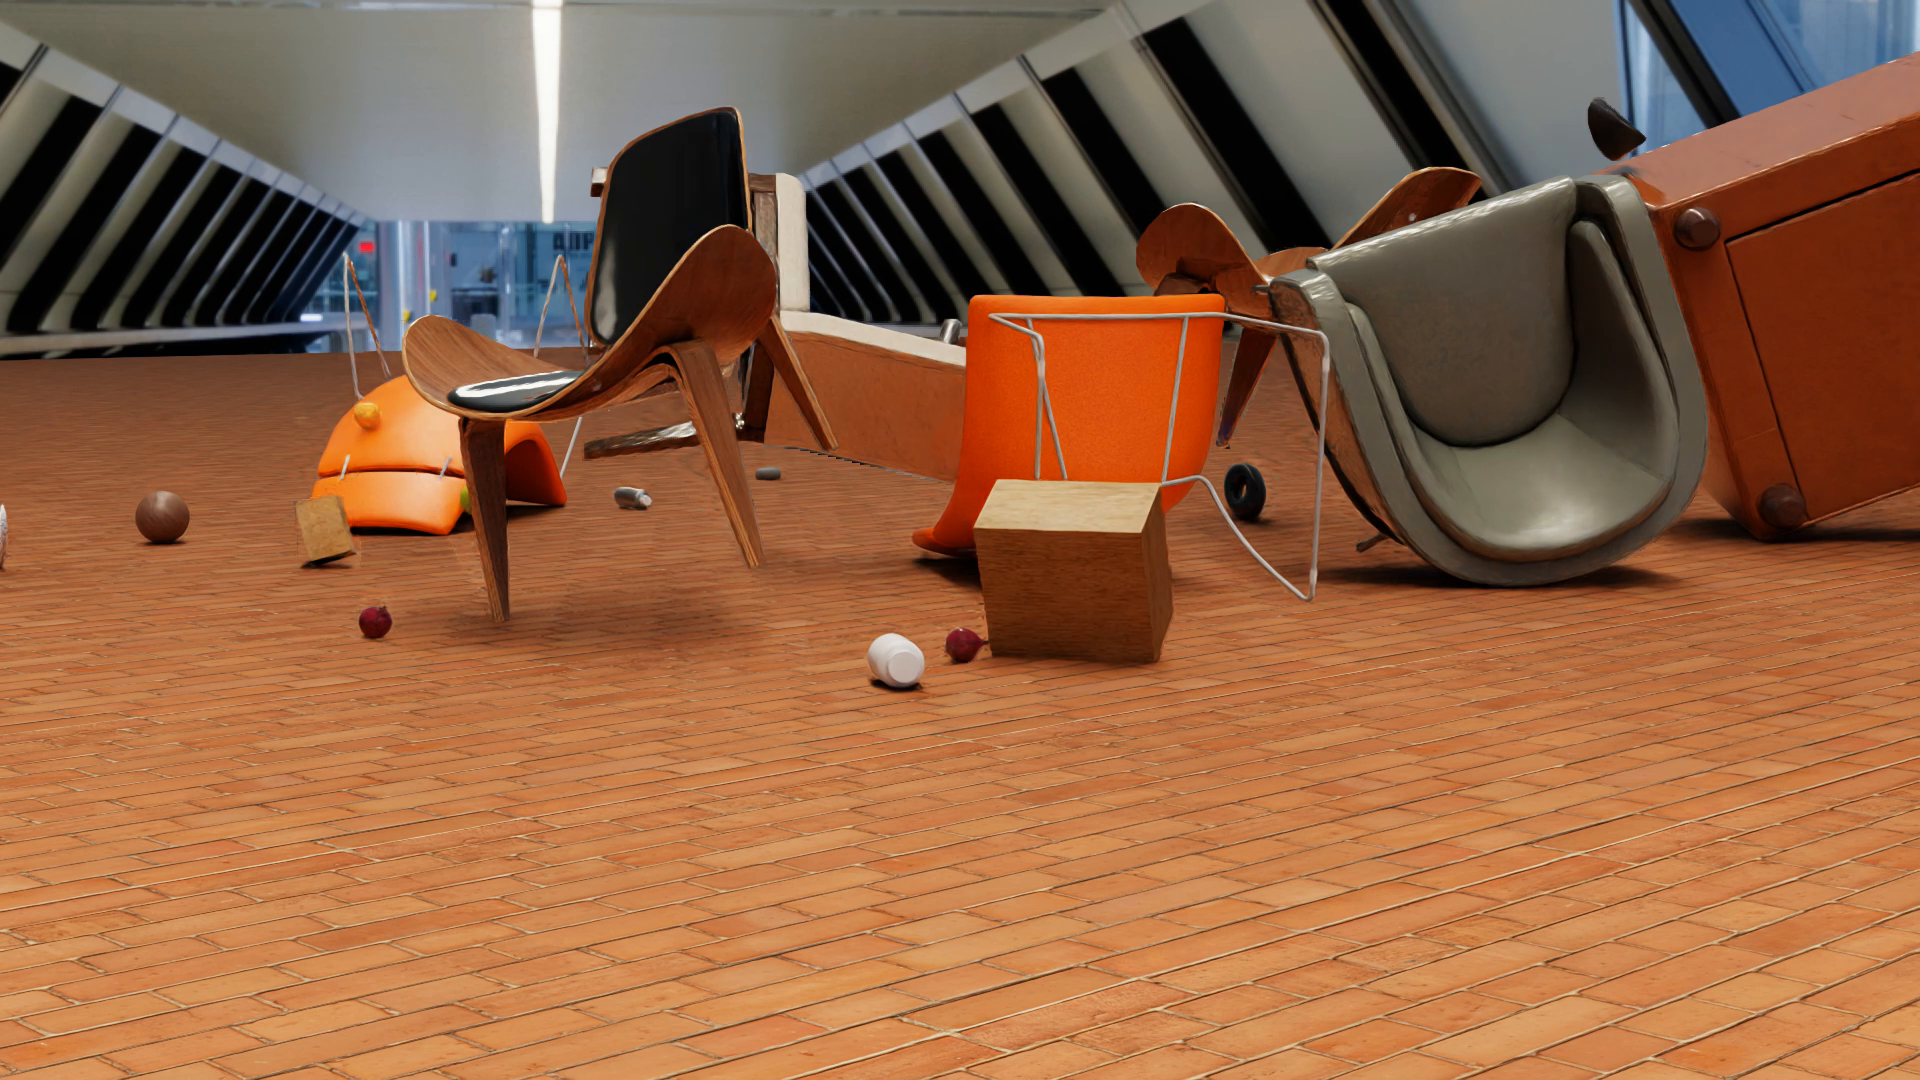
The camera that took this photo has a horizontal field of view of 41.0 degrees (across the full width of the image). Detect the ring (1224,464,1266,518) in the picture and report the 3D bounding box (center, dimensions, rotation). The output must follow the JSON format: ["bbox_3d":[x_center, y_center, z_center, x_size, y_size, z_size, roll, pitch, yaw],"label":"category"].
[{"bbox_3d":[0.776,-0.134,6.990,0.056,0.125,0.217,27,26,-27],"label":"ring"}]

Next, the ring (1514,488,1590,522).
[{"bbox_3d":[1.590,-0.093,6.892,0.213,0.057,0.095,3,44,31],"label":"ring"}]

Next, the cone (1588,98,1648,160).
[{"bbox_3d":[1.721,-1.046,6.619,0.206,0.096,0.144,50,-12,-35],"label":"cone"}]

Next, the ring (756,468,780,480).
[{"bbox_3d":[-0.623,-0.215,8.324,0.083,0.037,0.107,0,5,4],"label":"ring"}]

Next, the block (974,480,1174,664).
[{"bbox_3d":[0.198,0.053,4.407,0.289,0.261,0.162,2,32,17],"label":"block"}]

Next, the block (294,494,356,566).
[{"bbox_3d":[-1.438,-0.023,5.817,0.093,0.134,0.088,-15,-5,-5],"label":"block"}]

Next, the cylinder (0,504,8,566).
[{"bbox_3d":[-2.264,-0.004,5.741,0.225,0.127,0.169,-4,-33,-31],"label":"cylinder"}]

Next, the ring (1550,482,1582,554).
[{"bbox_3d":[1.438,-0.052,6.084,0.053,0.171,0.200,-8,4,7],"label":"ring"}]
